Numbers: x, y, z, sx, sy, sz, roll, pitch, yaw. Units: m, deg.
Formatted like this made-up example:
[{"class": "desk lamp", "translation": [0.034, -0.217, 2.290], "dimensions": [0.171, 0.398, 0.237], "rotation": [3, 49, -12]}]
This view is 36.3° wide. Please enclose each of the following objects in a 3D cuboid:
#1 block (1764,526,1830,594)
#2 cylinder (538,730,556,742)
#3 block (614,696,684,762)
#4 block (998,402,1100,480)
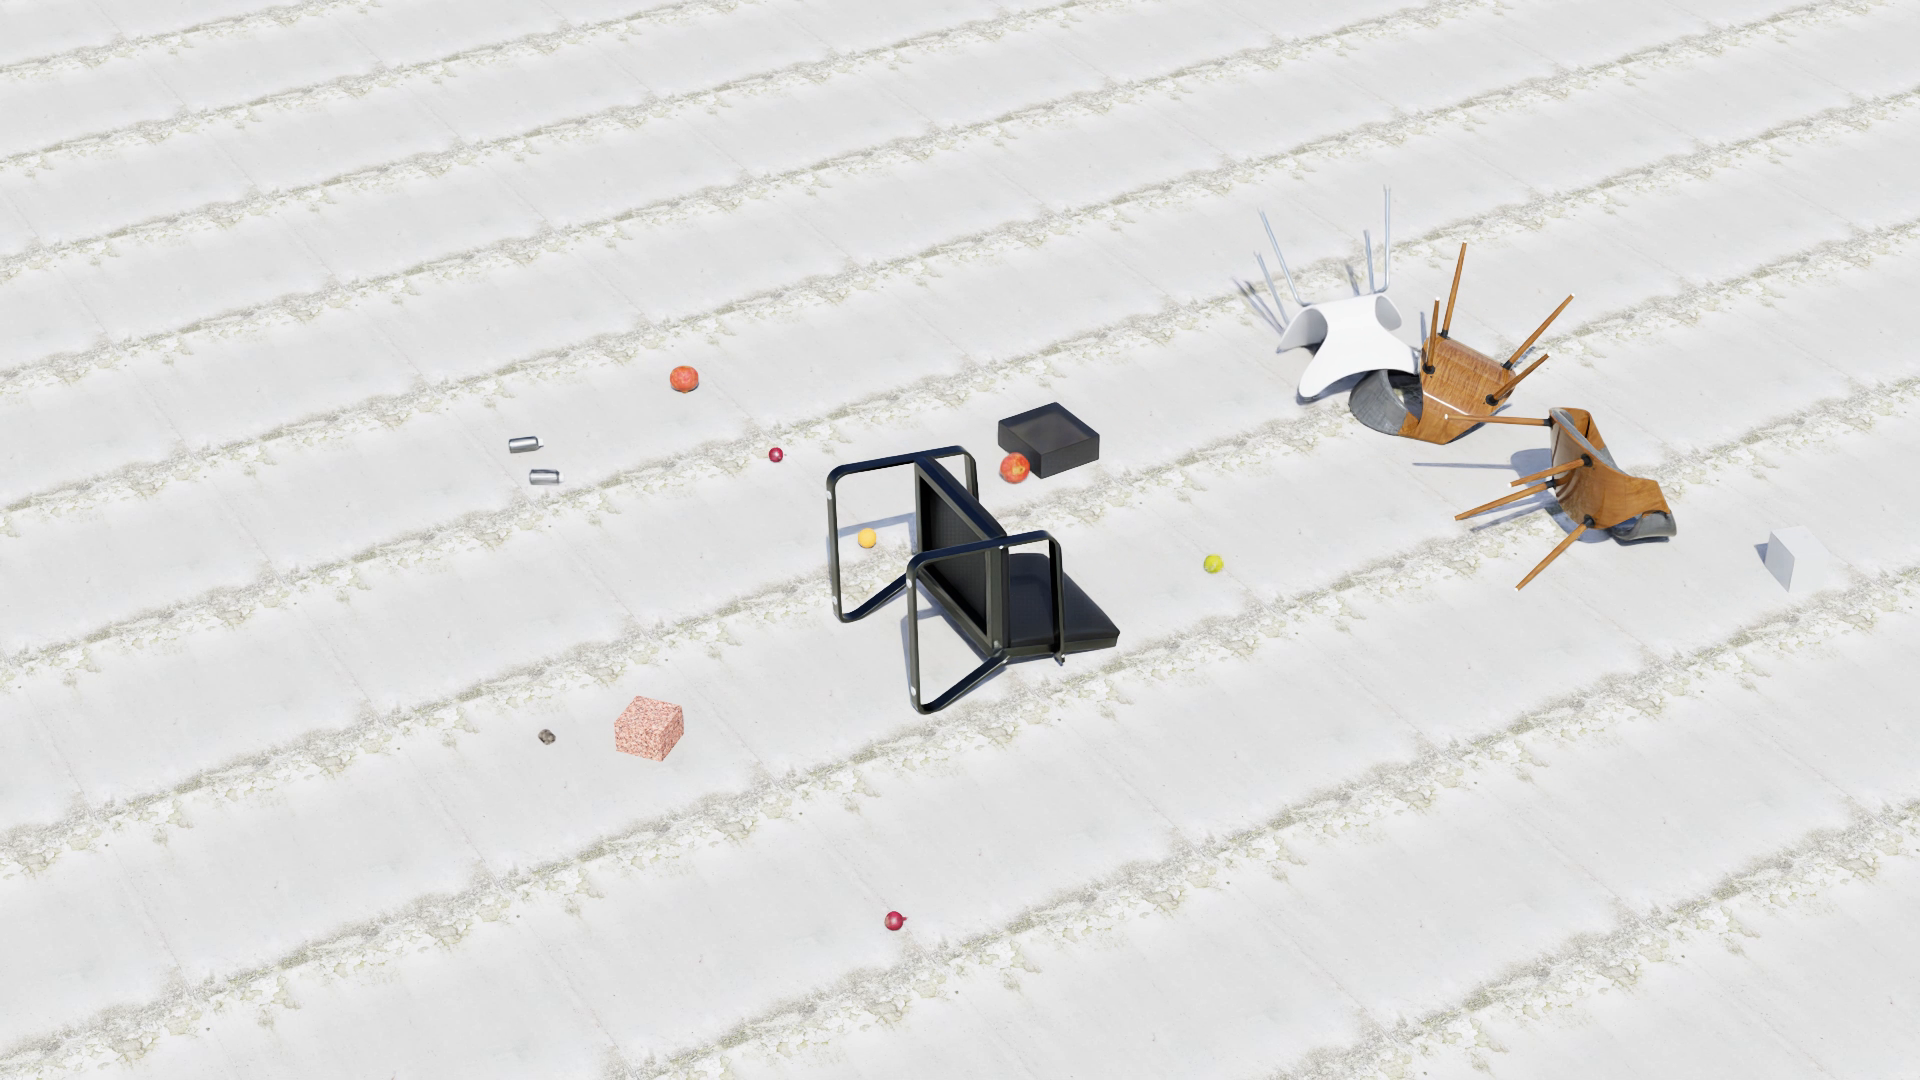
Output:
[{"class": "block", "translation": [3.052, 0.070, 10.695], "dimensions": [0.136, 0.156, 0.187], "rotation": [-8, 34, -12]}, {"class": "cylinder", "translation": [-1.396, 0.664, 9.905], "dimensions": [0.044, 0.035, 0.046], "rotation": [-10, 39, 46]}, {"class": "block", "translation": [-1.047, 0.635, 9.875], "dimensions": [0.170, 0.117, 0.170], "rotation": [12, 35, 18]}, {"class": "block", "translation": [0.346, -0.390, 11.434], "dimensions": [0.274, 0.113, 0.301], "rotation": [-19, 38, -27]}]
